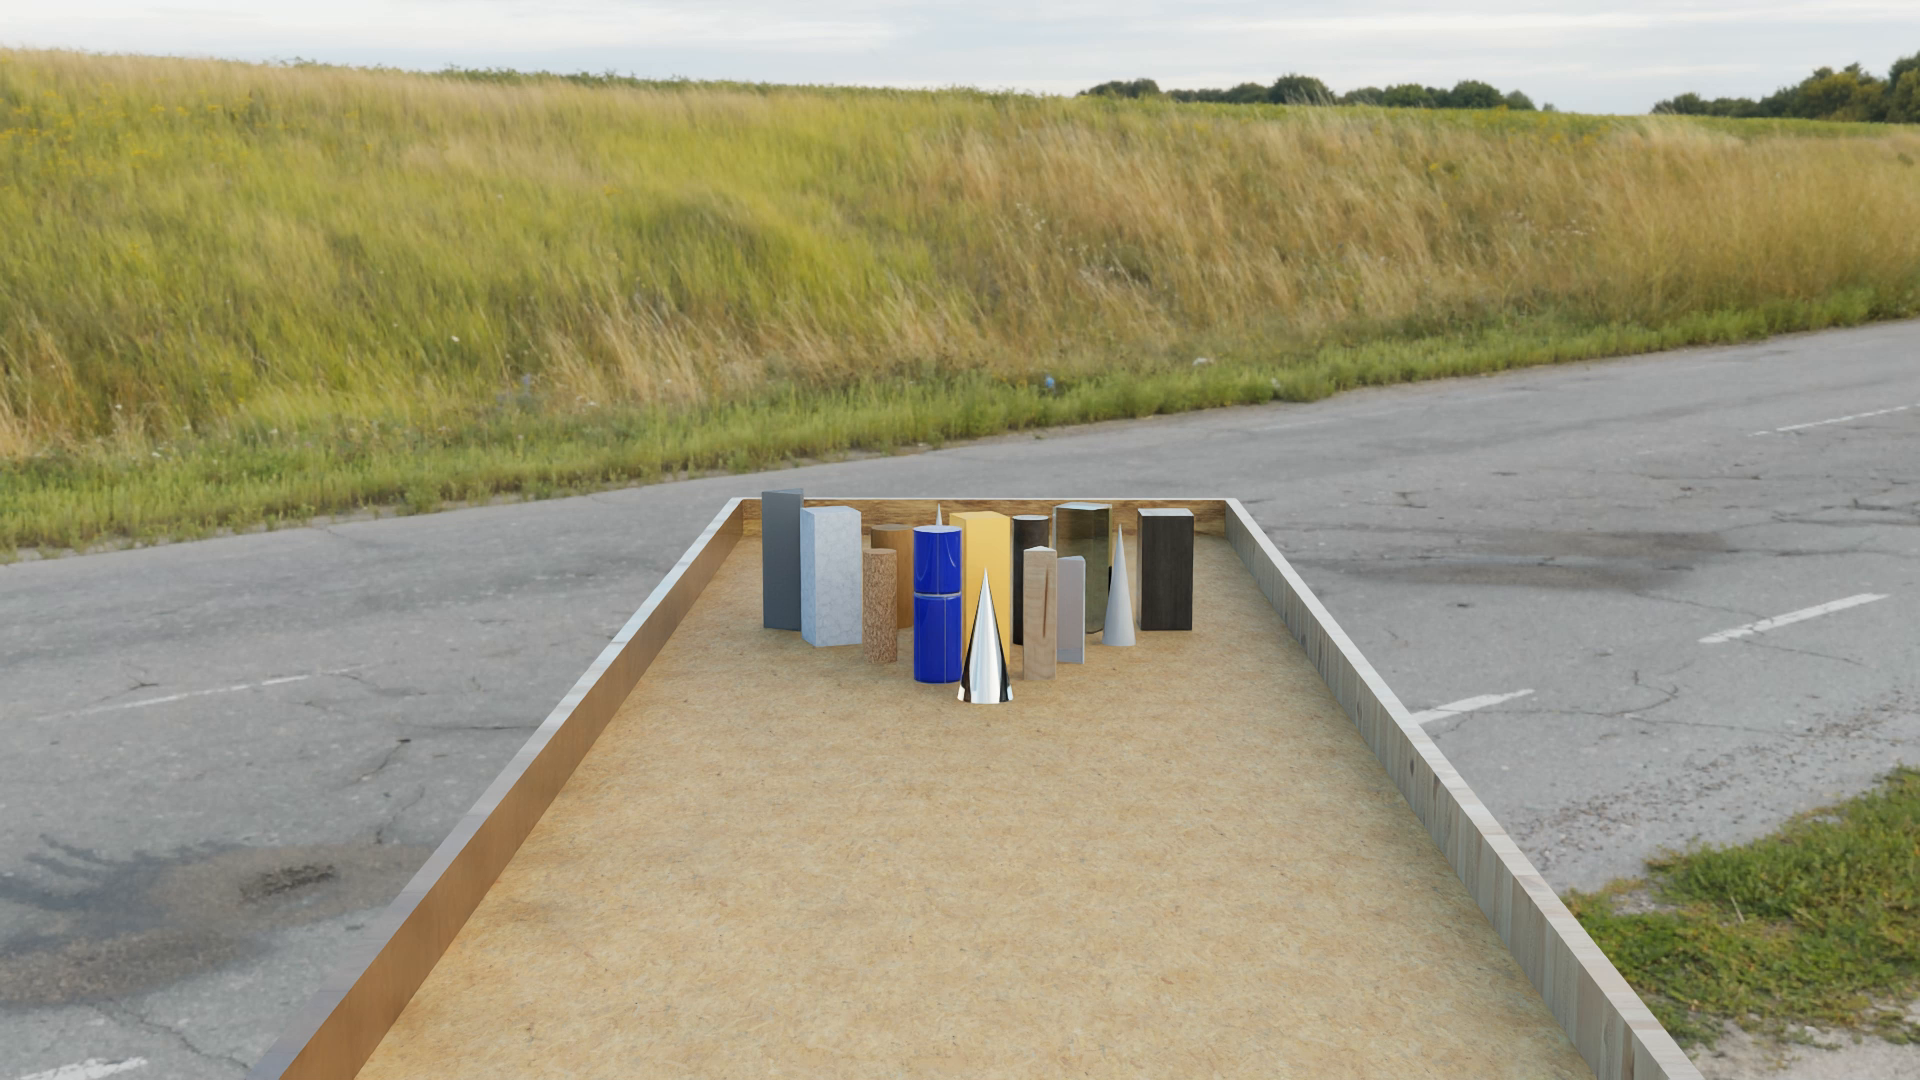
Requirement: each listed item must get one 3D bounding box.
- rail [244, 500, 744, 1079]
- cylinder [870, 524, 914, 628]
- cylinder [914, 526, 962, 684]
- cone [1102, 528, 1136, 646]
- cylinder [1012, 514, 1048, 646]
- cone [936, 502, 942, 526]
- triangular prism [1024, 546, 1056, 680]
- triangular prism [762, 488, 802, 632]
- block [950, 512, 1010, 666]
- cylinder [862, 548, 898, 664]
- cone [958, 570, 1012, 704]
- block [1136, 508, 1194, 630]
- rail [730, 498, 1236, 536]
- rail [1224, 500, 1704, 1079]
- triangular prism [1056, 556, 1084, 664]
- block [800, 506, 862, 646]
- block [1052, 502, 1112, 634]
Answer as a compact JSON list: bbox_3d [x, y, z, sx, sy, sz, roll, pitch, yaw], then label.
[{"bbox_3d":[-1.004,0.839,3.234,0.050,0.150,12.000,0,9,1],"label":"rail"},{"bbox_3d":[-0.221,0.119,7.224,0.141,0.324,0.141,0,9,0],"label":"cylinder"},{"bbox_3d":[-0.064,0.187,6.406,0.142,0.445,0.142,0,9,0],"label":"cylinder"},{"bbox_3d":[0.502,0.134,6.925,0.109,0.387,0.109,0,9,0],"label":"cone"},{"bbox_3d":[0.223,0.126,6.937,0.114,0.399,0.114,0,9,0],"label":"cylinder"},{"bbox_3d":[-0.066,0.101,6.935,0.128,0.449,0.128,0,9,0],"label":"cone"},{"bbox_3d":[0.235,0.213,6.439,0.096,0.383,0.083,0,9,3],"label":"triangular prism"},{"bbox_3d":[-0.547,0.060,7.194,0.153,0.449,0.132,5,10,26],"label":"triangular prism"},{"bbox_3d":[0.059,0.147,6.647,0.139,0.449,0.139,-4,10,-21],"label":"block"},{"bbox_3d":[-0.243,0.200,6.674,0.103,0.336,0.103,0,9,0],"label":"cylinder"},{"bbox_3d":[0.072,0.259,6.178,0.156,0.374,0.156,0,9,0],"label":"cone"},{"bbox_3d":[0.670,0.095,7.201,0.167,0.378,0.167,0,9,-1],"label":"block"},{"bbox_3d":[0.099,-0.098,9.147,2.100,0.150,0.050,0,9,1],"label":"rail"},{"bbox_3d":[1.046,0.843,3.208,0.050,0.150,12.000,0,9,1],"label":"rail"},{"bbox_3d":[0.350,0.209,6.679,0.093,0.316,0.080,4,10,25],"label":"triangular prism"},{"bbox_3d":[-0.408,0.113,6.957,0.152,0.420,0.152,-3,10,-21],"label":"block"},{"bbox_3d":[0.398,0.089,7.158,0.145,0.404,0.145,5,10,28],"label":"block"}]
